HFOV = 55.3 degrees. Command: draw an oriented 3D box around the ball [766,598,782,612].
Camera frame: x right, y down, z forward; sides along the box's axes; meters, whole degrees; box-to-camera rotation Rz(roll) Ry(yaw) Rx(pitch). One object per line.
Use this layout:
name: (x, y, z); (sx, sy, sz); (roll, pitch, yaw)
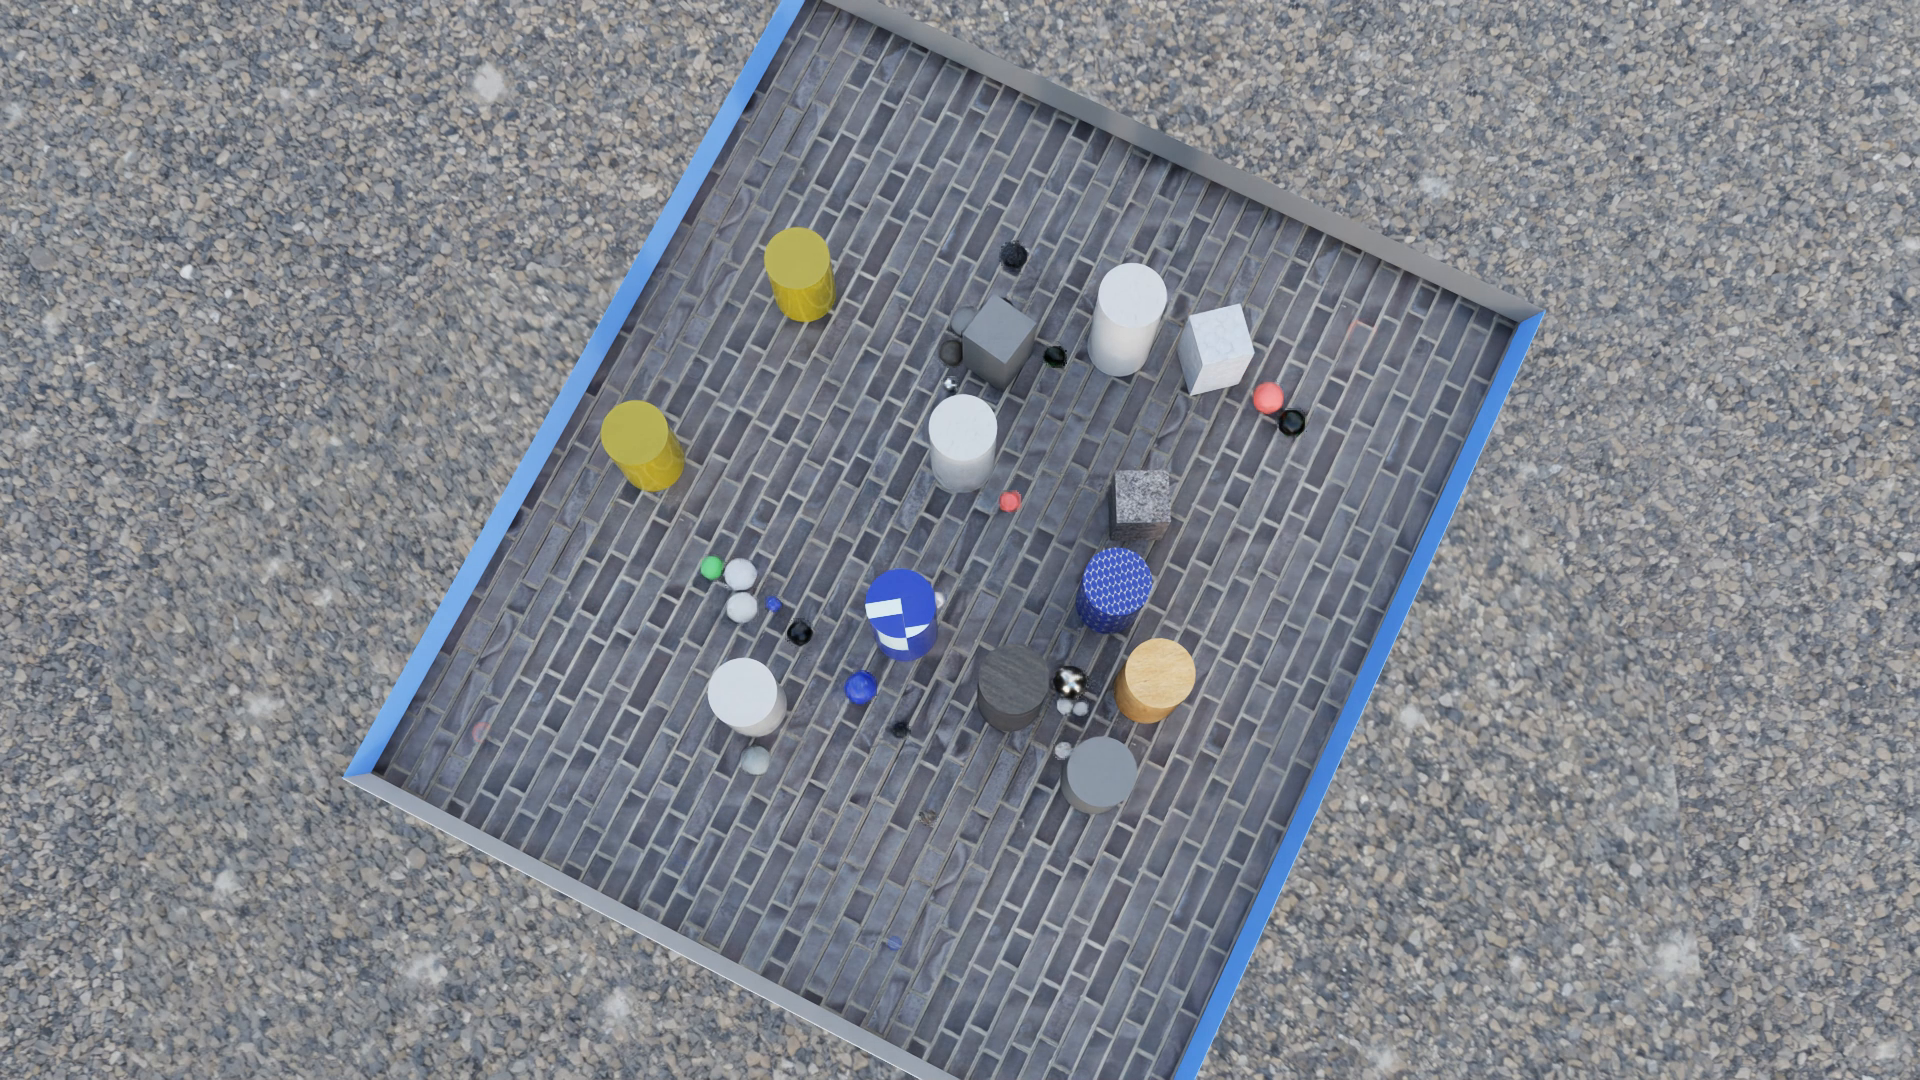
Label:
ball: (-0.564, 0.195, 5.553); (0.045, 0.045, 0.045); (0, 78, 0)

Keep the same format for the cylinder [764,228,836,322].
cylinder: (-0.488, -0.812, 5.629); (0.197, 0.304, 0.197); (0, 78, 0)

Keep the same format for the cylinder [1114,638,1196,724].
cylinder: (0.561, 0.414, 5.323); (0.197, 0.408, 0.197); (0, 78, 0)

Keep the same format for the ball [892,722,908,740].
ball: (-0.179, 0.569, 5.473); (0.051, 0.051, 0.051); (0, 78, 0)

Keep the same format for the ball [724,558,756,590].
ball: (-0.665, 0.104, 5.543); (0.098, 0.098, 0.098); (0, 78, 0)

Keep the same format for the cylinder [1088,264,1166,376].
cylinder: (0.497, -0.655, 5.507); (0.197, 0.480, 0.197); (0, 78, 0)

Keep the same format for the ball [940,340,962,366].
ball: (-0.024, -0.582, 5.696); (0.081, 0.081, 0.081); (0, 78, 0)

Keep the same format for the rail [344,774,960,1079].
rail: (-0.636, 1.253, 5.291); (2.583, 0.128, 0.045); (26, 80, 5)

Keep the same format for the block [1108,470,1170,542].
block: (0.536, -0.102, 5.504); (0.158, 0.262, 0.158); (-1, 78, 0)

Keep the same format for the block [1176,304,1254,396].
block: (0.773, -0.575, 5.571); (0.158, 0.323, 0.158); (-14, 79, -3)

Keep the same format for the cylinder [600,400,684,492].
cylinder: (-0.949, -0.279, 5.504); (0.197, 0.333, 0.197); (0, 78, 0)

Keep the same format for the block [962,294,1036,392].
block: (0.117, -0.597, 5.585); (0.158, 0.305, 0.158); (36, 81, 7)

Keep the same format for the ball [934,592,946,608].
ball: (-0.071, 0.181, 5.553); (0.052, 0.052, 0.052); (0, 78, 0)

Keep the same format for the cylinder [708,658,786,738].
cylinder: (-0.618, 0.464, 5.361); (0.197, 0.312, 0.197); (0, 78, 0)

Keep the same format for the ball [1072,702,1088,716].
ball: (0.360, 0.505, 5.489); (0.045, 0.045, 0.045); (0, 78, 0)

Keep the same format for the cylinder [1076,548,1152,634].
cylinder: (0.450, 0.154, 5.405); (0.197, 0.353, 0.197); (0, 78, 0)

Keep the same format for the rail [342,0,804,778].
rail: (-1.134, -0.548, 5.664); (0.045, 0.128, 2.892); (26, 80, 5)

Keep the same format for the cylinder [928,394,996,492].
cylinder: (0.009, -0.283, 5.468); (0.197, 0.407, 0.197); (0, 78, 0)

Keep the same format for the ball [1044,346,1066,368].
ball: (0.295, -0.572, 5.701); (0.067, 0.067, 0.067); (0, 78, 0)

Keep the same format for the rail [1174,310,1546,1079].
rail: (1.134, 0.562, 5.434); (0.045, 0.128, 2.892); (26, 80, 5)

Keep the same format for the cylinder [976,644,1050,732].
cylinder: (0.149, 0.430, 5.285); (0.197, 0.474, 0.197); (0, 78, 0)

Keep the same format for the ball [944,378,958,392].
ball: (-0.030, -0.482, 5.694); (0.044, 0.044, 0.044); (0, 78, 0)

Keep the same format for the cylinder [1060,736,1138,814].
cylinder: (0.397, 0.683, 5.295); (0.197, 0.353, 0.197); (0, 78, 0)

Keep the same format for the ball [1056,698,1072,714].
ball: (0.313, 0.495, 5.488); (0.050, 0.050, 0.050); (0, 78, 0)

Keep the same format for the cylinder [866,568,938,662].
cylinder: (-0.165, 0.224, 5.332); (0.197, 0.466, 0.197); (0, 78, 0)

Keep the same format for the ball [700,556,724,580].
ball: (-0.753, 0.084, 5.563); (0.071, 0.071, 0.071); (0, 78, 0)

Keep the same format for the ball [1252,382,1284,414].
ball: (0.952, -0.439, 5.658); (0.097, 0.097, 0.097); (0, 78, 0)

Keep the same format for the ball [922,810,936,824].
ball: (-0.094, 0.819, 5.426); (0.042, 0.042, 0.042); (0, 78, 0)

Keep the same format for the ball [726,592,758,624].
ball: (-0.657, 0.204, 5.526); (0.096, 0.096, 0.096); (0, 78, 0)

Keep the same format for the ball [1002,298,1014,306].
ball: (0.129, -0.715, 5.721); (0.085, 0.085, 0.085); (0, 78, 0)

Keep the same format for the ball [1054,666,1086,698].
ball: (0.329, 0.424, 5.479); (0.097, 0.097, 0.097); (0, 78, 0)

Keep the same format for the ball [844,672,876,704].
ball: (-0.299, 0.442, 5.476); (0.095, 0.095, 0.095); (0, 78, 0)

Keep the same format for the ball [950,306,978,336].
ball: (0.020, -0.681, 5.708); (0.097, 0.097, 0.097); (0, 78, 0)

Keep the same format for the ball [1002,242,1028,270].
ball: (0.171, -0.892, 5.759); (0.082, 0.082, 0.082); (0, 78, 0)

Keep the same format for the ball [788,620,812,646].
ball: (-0.482, 0.280, 5.520); (0.075, 0.075, 0.075); (0, 78, 0)

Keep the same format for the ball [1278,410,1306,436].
ball: (1.023, -0.360, 5.648); (0.084, 0.084, 0.084); (0, 78, 0)

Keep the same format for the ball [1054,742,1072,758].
ball: (0.308, 0.626, 5.461); (0.052, 0.052, 0.052); (0, 78, 0)

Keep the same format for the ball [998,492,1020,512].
ball: (0.150, -0.117, 5.609); (0.063, 0.063, 0.063); (0, 78, 0)

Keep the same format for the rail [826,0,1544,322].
rail: (0.636, -1.239, 5.807); (2.583, 0.128, 0.045); (26, 80, 5)

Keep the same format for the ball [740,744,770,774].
ball: (-0.608, 0.652, 5.437); (0.088, 0.088, 0.088); (0, 78, 0)
